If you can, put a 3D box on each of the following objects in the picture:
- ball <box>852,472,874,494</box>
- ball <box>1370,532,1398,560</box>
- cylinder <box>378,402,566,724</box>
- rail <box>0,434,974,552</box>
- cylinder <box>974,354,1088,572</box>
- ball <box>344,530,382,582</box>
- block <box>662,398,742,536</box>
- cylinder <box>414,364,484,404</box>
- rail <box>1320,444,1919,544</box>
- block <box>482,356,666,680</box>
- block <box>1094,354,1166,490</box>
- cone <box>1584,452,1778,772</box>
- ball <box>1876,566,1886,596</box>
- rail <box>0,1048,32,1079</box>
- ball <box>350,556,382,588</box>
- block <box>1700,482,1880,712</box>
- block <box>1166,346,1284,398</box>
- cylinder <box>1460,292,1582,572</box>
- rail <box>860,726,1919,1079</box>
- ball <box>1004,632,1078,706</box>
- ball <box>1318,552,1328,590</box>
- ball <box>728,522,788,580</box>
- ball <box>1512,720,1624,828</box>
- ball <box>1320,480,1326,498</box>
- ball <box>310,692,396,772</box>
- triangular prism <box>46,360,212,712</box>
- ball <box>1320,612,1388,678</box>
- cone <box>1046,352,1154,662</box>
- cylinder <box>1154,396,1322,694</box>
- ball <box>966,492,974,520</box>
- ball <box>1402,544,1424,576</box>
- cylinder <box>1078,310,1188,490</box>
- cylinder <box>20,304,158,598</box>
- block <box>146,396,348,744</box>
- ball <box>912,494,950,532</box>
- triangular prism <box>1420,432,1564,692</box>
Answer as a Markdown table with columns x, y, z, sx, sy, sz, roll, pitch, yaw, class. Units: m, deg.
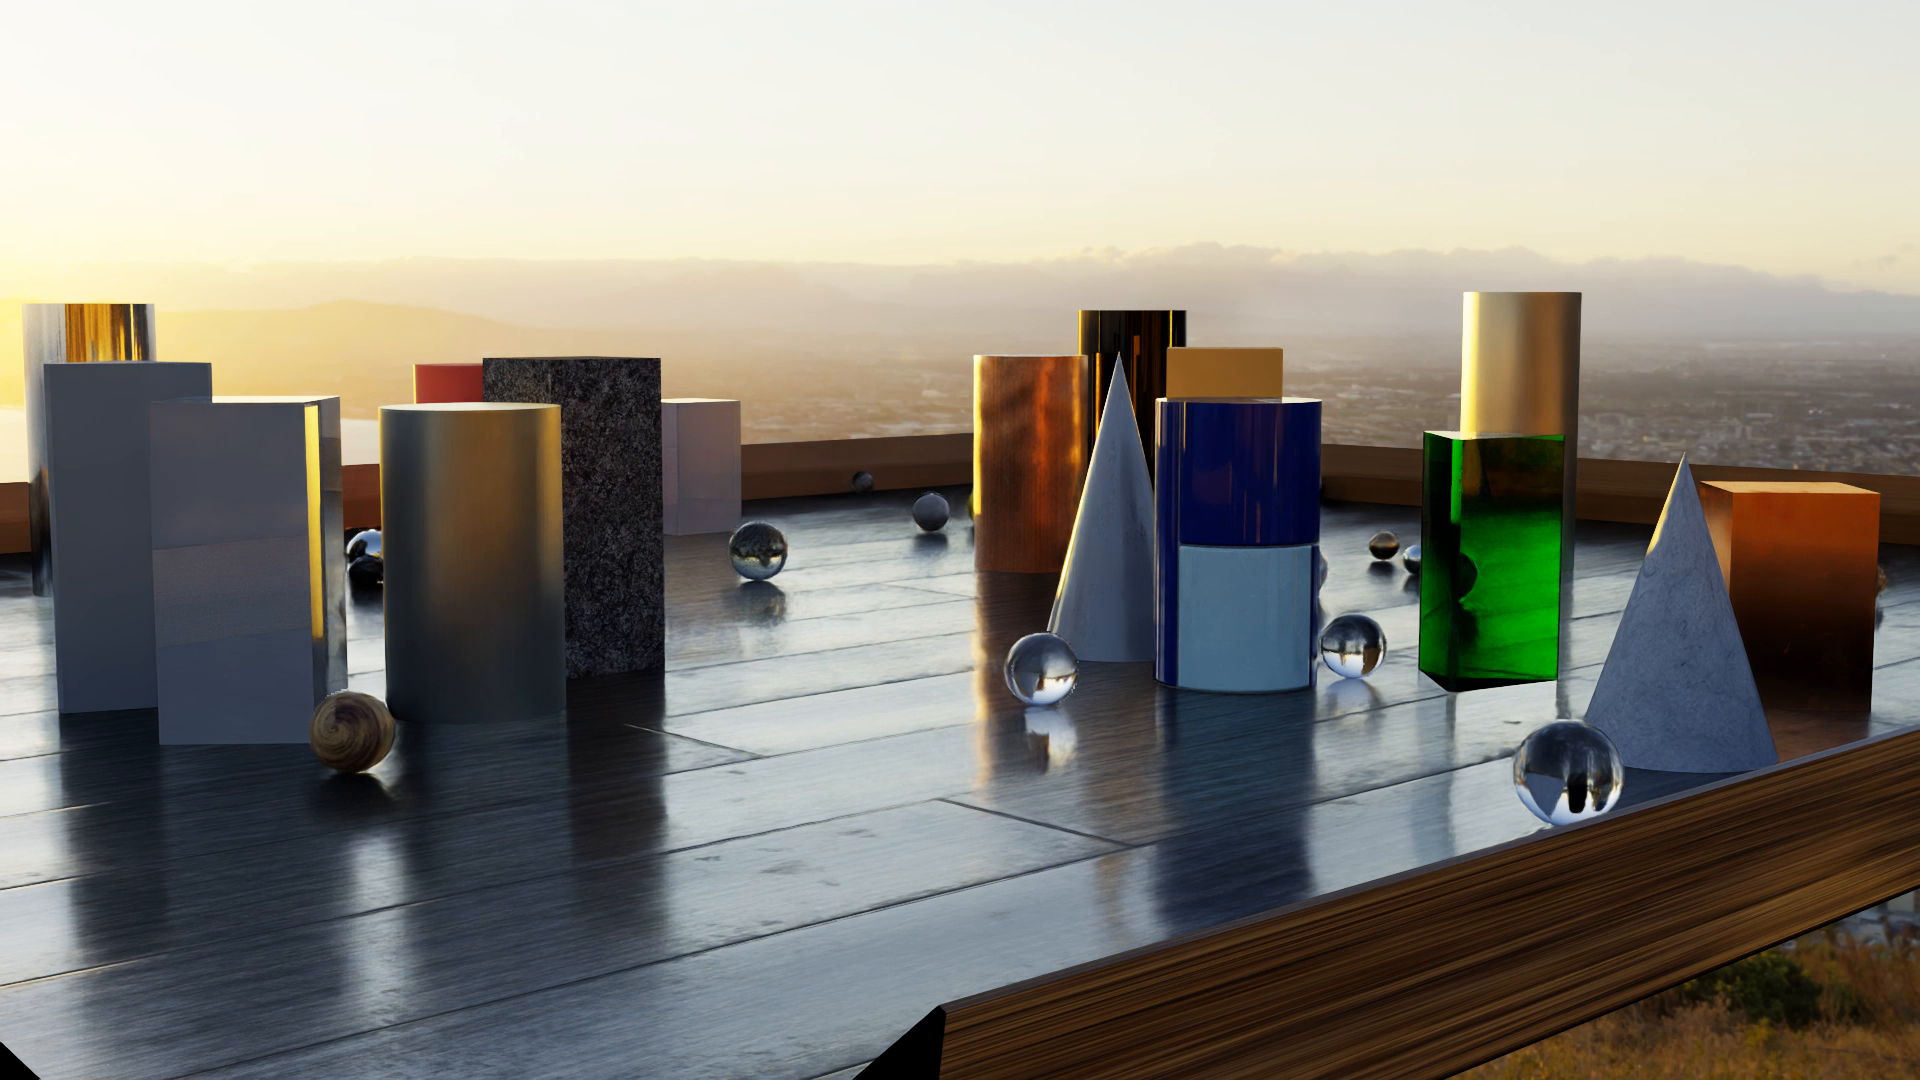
| x | y | z | sx | sy | sz | roll | pitch | yaw | class |
| --- | --- | --- | --- | --- | --- | --- | --- | --- | --- |
| -0.238 | -0.140 | 5.363 | 0.054 | 0.054 | 0.054 | 0 | 6 | 0 | ball |
| 0.757 | 0.011 | 3.927 | 0.052 | 0.052 | 0.052 | 0 | 6 | 0 | ball |
| -0.542 | 0.020 | 2.452 | 0.197 | 0.339 | 0.197 | 0 | 6 | 0 | cylinder |
| -1.146 | -0.096 | 4.568 | 3.843 | 0.128 | 0.045 | -5 | 8 | -42 | rail |
| 0.123 | -0.137 | 3.824 | 0.197 | 0.367 | 0.197 | 0 | 6 | 0 | cylinder |
| -0.965 | 0.027 | 3.608 | 0.086 | 0.086 | 0.086 | 0 | 6 | 0 | ball |
| -0.555 | -0.151 | 4.460 | 0.158 | 0.263 | 0.158 | -6 | 8 | -43 | block |
| -0.877 | -0.141 | 3.955 | 0.197 | 0.348 | 0.197 | 0 | 6 | 0 | cylinder |
| 1.395 | -0.100 | 4.612 | 0.045 | 0.128 | 3.428 | -5 | 8 | -42 | rail |
| -0.482 | -0.034 | 2.746 | 0.158 | 0.386 | 0.158 | -5 | 8 | -42 | block |
| 0.367 | -0.181 | 4.280 | 0.158 | 0.359 | 0.158 | -3 | 7 | -26 | block |
| 0.722 | 0.063 | 2.208 | 0.197 | 0.304 | 0.197 | 0 | 6 | 0 | cone |
| 1.398 | 0.063 | 3.393 | 0.059 | 0.059 | 0.059 | 0 | 6 | 0 | ball |
| -1.395 | 0.167 | 2.052 | 0.045 | 0.128 | 3.428 | -5 | 8 | -42 | rail |
| -0.957 | 0.051 | 3.540 | 0.051 | 0.051 | 0.051 | 0 | 6 | 0 | ball |
| 0.945 | 0.061 | 2.525 | 0.158 | 0.243 | 0.158 | 1 | 6 | 6 | block |
| 0.370 | -0.074 | 3.101 | 0.158 | 0.392 | 0.158 | 1 | 6 | 6 | block |
| 0.970 | -0.191 | 3.816 | 0.197 | 0.475 | 0.197 | 0 | 6 | 0 | cylinder |
| 1.146 | 0.162 | 2.096 | 3.843 | 0.128 | 0.045 | -5 | 8 | -42 | rail |
| 0.091 | 0.146 | 2.483 | 0.082 | 0.082 | 0.082 | 0 | 6 | 0 | ball |
| 0.535 | 0.047 | 3.440 | 0.081 | 0.081 | 0.081 | 0 | 6 | 0 | ball |
| -0.334 | 0.018 | 3.631 | 0.099 | 0.099 | 0.099 | 0 | 6 | 0 | ball |
| 0.525 | 0.201 | 1.900 | 0.093 | 0.093 | 0.093 | 0 | 6 | 0 | ball |
| 0.831 | -0.122 | 5.176 | 0.055 | 0.055 | 0.055 | 0 | 6 | 0 | ball |
| -0.586 | 0.185 | 2.125 | 0.079 | 0.079 | 0.079 | 0 | 6 | 0 | ball |
| -0.948 | -0.011 | 2.521 | 0.171 | 0.386 | 0.148 | -3 | 6 | -23 | triangular prism |
| 0.477 | 0.128 | 2.666 | 0.080 | 0.080 | 0.080 | 0 | 6 | 0 | ball |
| 0.206 | -0.050 | 2.873 | 0.197 | 0.391 | 0.197 | 0 | 6 | 0 | cone |
| 0.332 | 0.001 | 2.643 | 0.197 | 0.338 | 0.197 | 0 | 6 | 0 | cylinder |
| 0.051 | -0.071 | 4.604 | 0.074 | 0.074 | 0.074 | 0 | 6 | 0 | ball |
| 0.773 | 0.033 | 3.708 | 0.052 | 0.052 | 0.052 | 0 | 6 | 0 | ball |
| 0.311 | -0.194 | 3.992 | 0.197 | 0.445 | 0.197 | 0 | 6 | 0 | cylinder |
| -1.370 | -0.146 | 3.479 | 0.197 | 0.455 | 0.197 | 0 | 6 | 0 | cylinder |
| -0.749 | 0.027 | 2.327 | 0.158 | 0.352 | 0.158 | 0 | 6 | -3 | block |
| -0.058 | -0.055 | 4.446 | 0.075 | 0.075 | 0.075 | 0 | 6 | 0 | ball |
| 0.612 | 0.020 | 2.665 | 0.171 | 0.296 | 0.148 | -3 | 7 | -30 | triangular prism |
